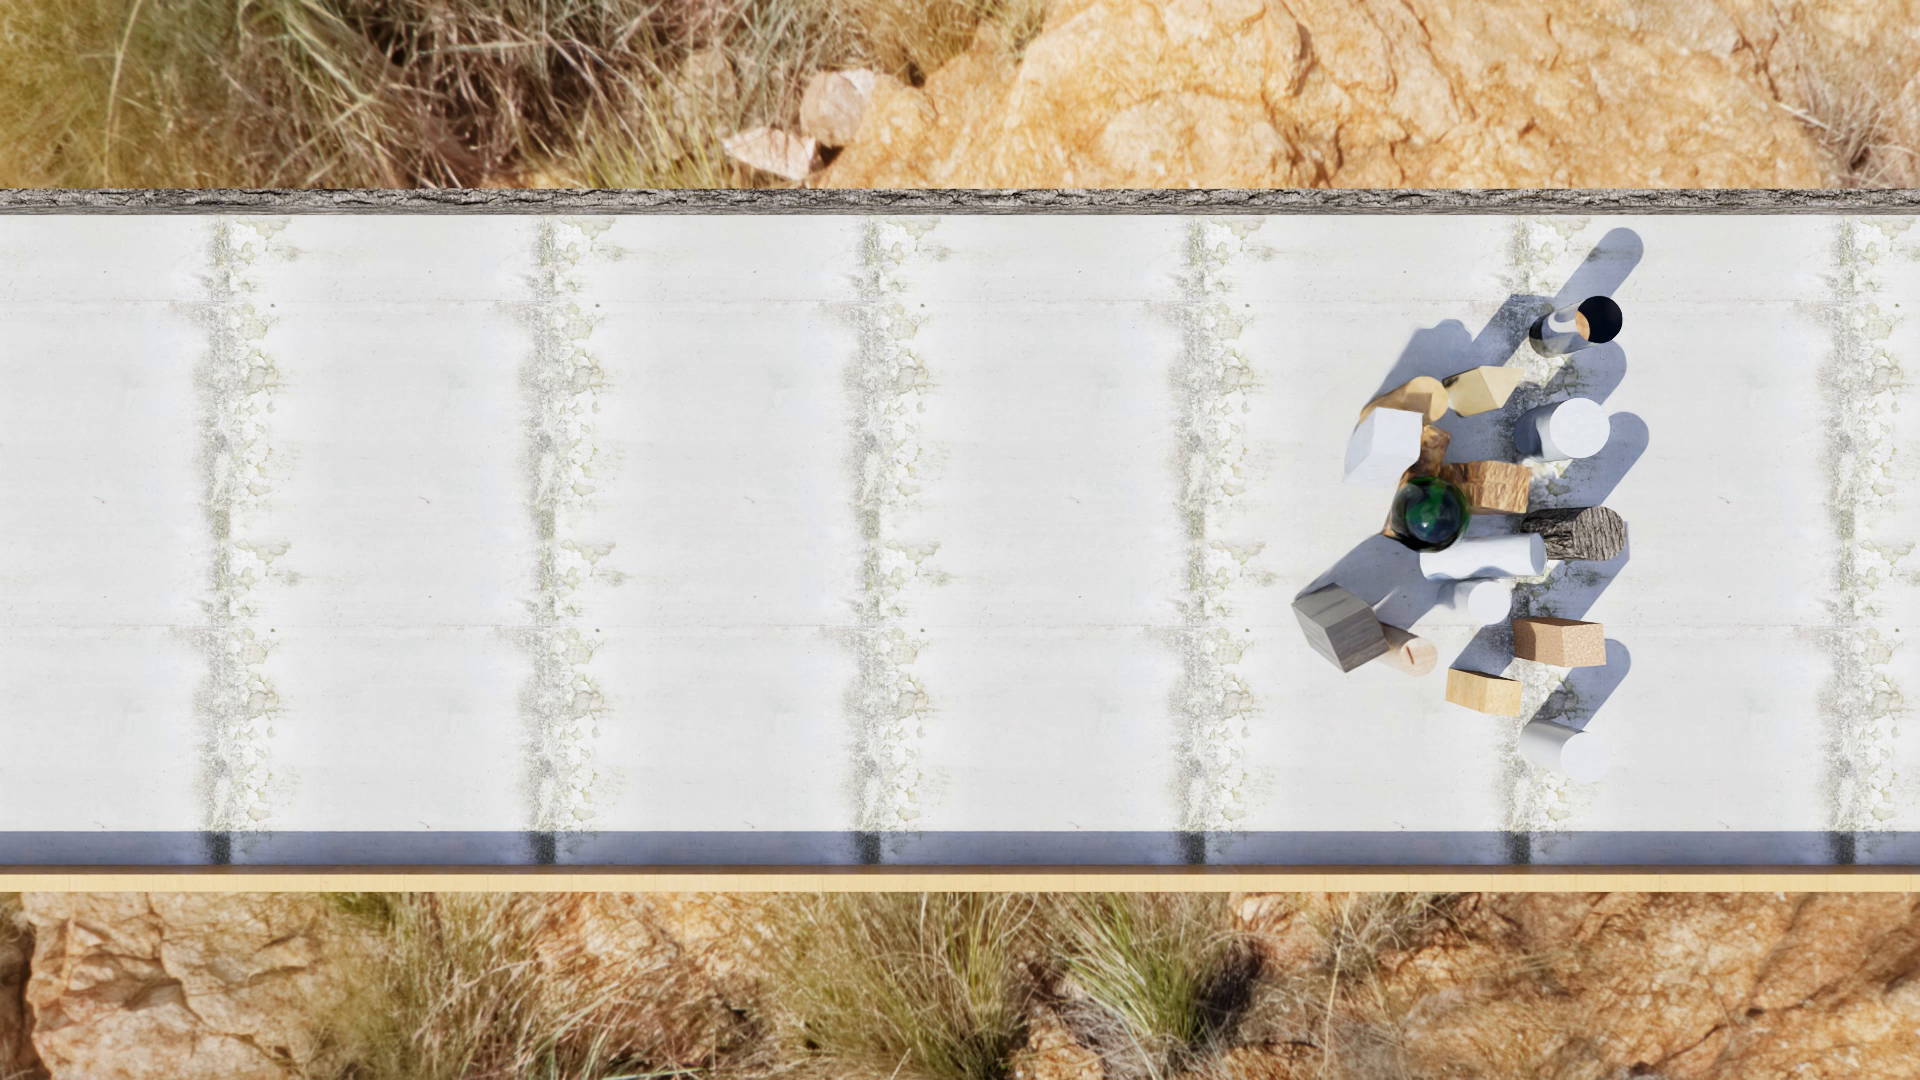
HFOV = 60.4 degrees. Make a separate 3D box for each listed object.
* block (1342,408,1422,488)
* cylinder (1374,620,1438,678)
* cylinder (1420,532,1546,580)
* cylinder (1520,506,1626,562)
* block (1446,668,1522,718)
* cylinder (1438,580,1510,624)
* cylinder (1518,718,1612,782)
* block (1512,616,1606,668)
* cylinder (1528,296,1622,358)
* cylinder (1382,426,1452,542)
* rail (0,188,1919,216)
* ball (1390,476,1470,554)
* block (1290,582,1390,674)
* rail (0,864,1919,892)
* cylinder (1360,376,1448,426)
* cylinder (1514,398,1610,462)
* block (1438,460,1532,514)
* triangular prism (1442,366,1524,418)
[{"bbox_3d":[1.242,-0.267,4.864,0.133,0.401,0.133,8,80,3],"label":"block"},{"bbox_3d":[1.287,0.317,4.886,0.115,0.367,0.115,-1,96,-7],"label":"cylinder"},{"bbox_3d":[1.558,0.051,4.920,0.335,0.125,0.125,-5,90,40],"label":"cylinder"},{"bbox_3d":[1.800,-0.017,4.861,0.156,0.431,0.156,0,90,0],"label":"cylinder"},{"bbox_3d":[1.548,0.449,4.887,0.100,0.379,0.100,6,90,0],"label":"block"},{"bbox_3d":[1.530,0.181,4.923,0.124,0.306,0.124,0,90,0],"label":"cylinder"},{"bbox_3d":[1.791,0.623,4.898,0.145,0.356,0.145,0,90,0],"label":"cylinder"},{"bbox_3d":[1.762,0.298,4.867,0.117,0.420,0.117,-4,90,0],"label":"block"},{"bbox_3d":[1.818,-0.627,4.885,0.137,0.384,0.137,0,90,0],"label":"cylinder"},{"bbox_3d":[1.391,-0.168,5.026,0.100,0.100,0.353,20,90,0],"label":"cylinder"},{"bbox_3d":[-2.247,-1.025,5.002,12.000,0.150,0.050,0,90,0],"label":"rail"},{"bbox_3d":[1.363,-0.072,4.789,0.224,0.224,0.224,0,90,0],"label":"ball"},{"bbox_3d":[1.124,0.256,4.893,0.148,0.346,0.148,-27,101,0],"label":"block"},{"bbox_3d":[-2.247,1.025,5.001,12.000,0.150,0.050,0,90,0],"label":"rail"},{"bbox_3d":[1.318,-0.385,4.914,0.135,0.301,0.135,2,81,-12],"label":"cylinder"},{"bbox_3d":[1.791,-0.324,4.922,0.174,0.310,0.174,0,90,0],"label":"cylinder"},{"bbox_3d":[1.540,-0.153,4.884,0.133,0.374,0.133,9,90,-5],"label":"block"},{"bbox_3d":[1.528,-0.462,4.889,0.114,0.375,0.131,34,90,0],"label":"triangular prism"}]
